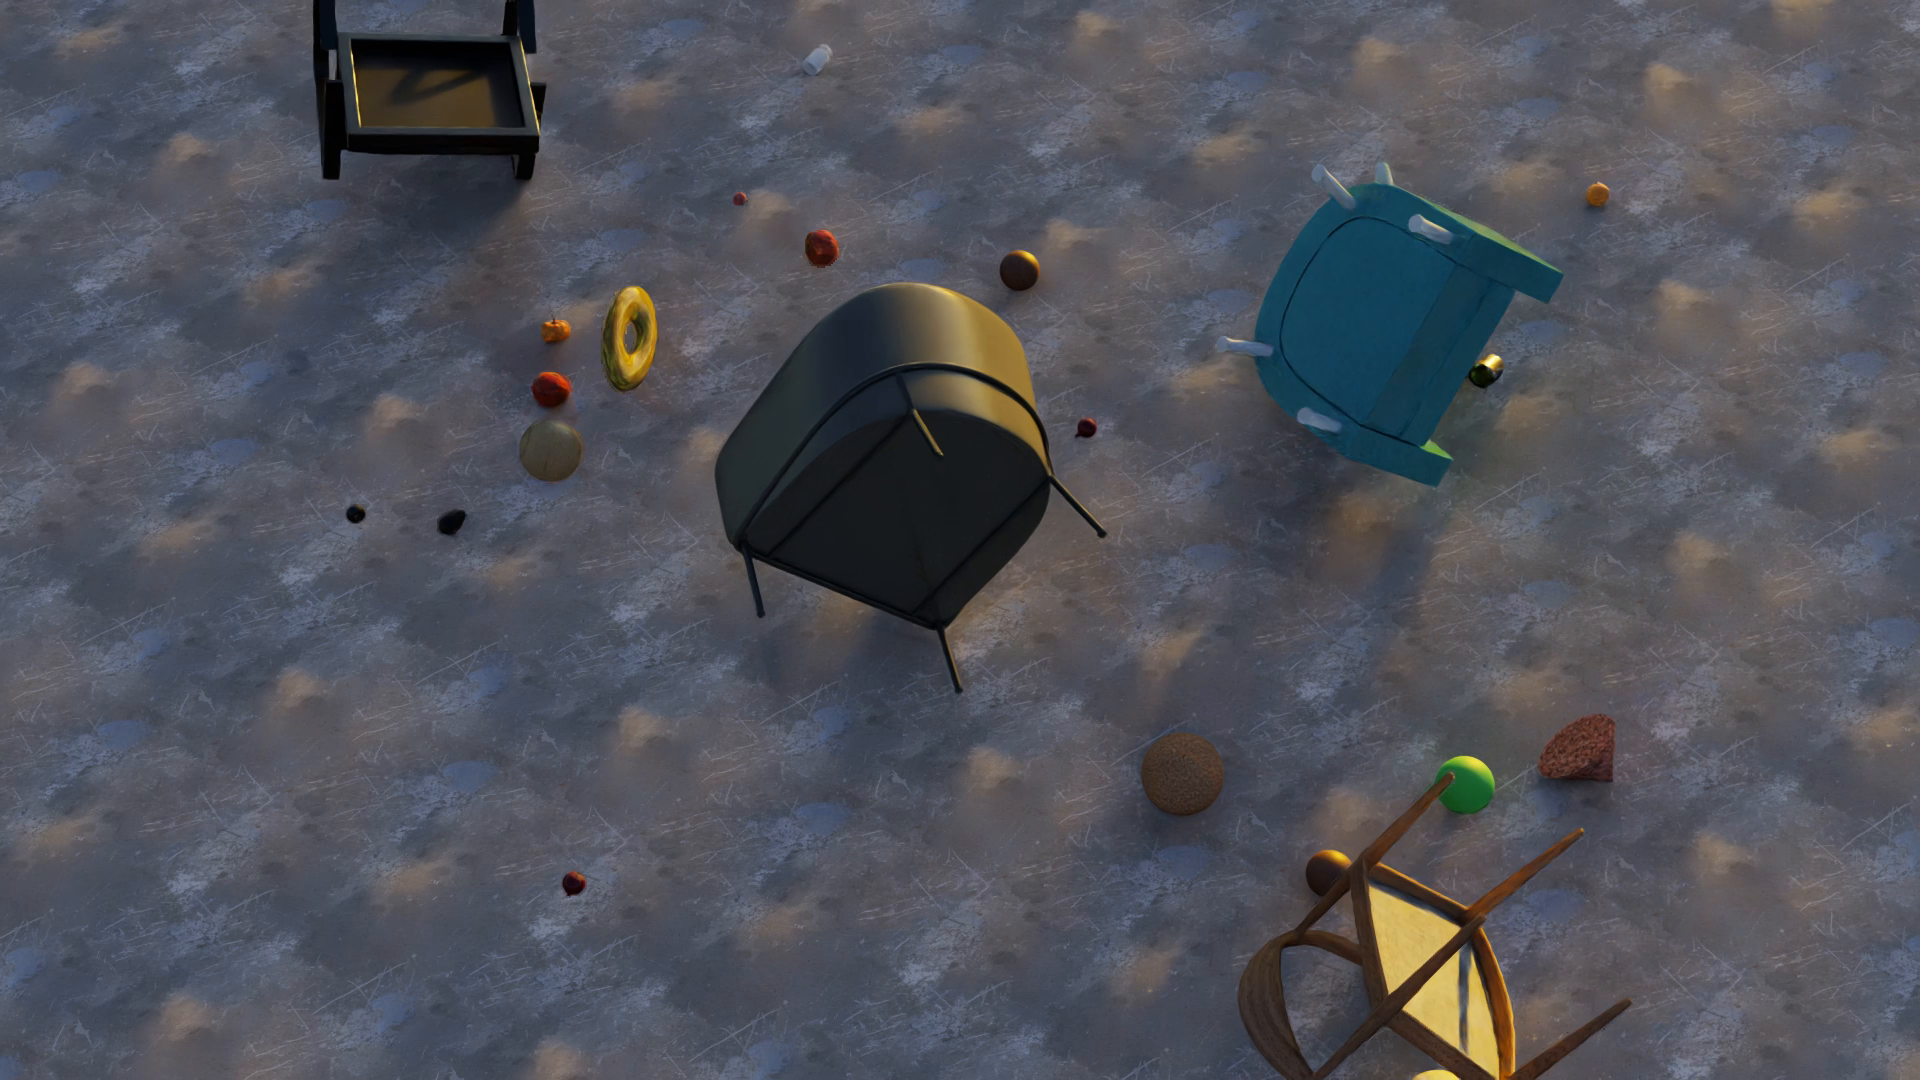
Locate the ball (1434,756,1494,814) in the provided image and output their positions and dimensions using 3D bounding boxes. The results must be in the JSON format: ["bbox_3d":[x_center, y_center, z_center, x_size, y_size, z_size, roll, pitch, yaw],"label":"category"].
[{"bbox_3d":[1.384,0.672,6.027,0.160,0.160,0.160,0,56,0],"label":"ball"}]

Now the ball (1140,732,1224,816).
[{"bbox_3d":[0.608,0.639,6.008,0.228,0.228,0.228,0,56,0],"label":"ball"}]

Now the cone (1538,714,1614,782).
[{"bbox_3d":[1.760,0.622,6.097,0.164,0.255,0.211,42,39,-17],"label":"cone"}]

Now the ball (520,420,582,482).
[{"bbox_3d":[-1.236,-0.270,6.642,0.188,0.188,0.188,0,56,0],"label":"ball"}]

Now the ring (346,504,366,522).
[{"bbox_3d":[-1.809,-0.079,6.584,0.055,0.074,0.029,-36,70,-11],"label":"ring"}]

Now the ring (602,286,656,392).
[{"bbox_3d":[-1.024,-0.627,6.825,0.053,0.193,0.412,-23,46,34],"label":"ring"}]

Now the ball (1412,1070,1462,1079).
[{"bbox_3d":[1.200,1.420,5.513,0.179,0.179,0.179,0,56,0],"label":"ball"}]
